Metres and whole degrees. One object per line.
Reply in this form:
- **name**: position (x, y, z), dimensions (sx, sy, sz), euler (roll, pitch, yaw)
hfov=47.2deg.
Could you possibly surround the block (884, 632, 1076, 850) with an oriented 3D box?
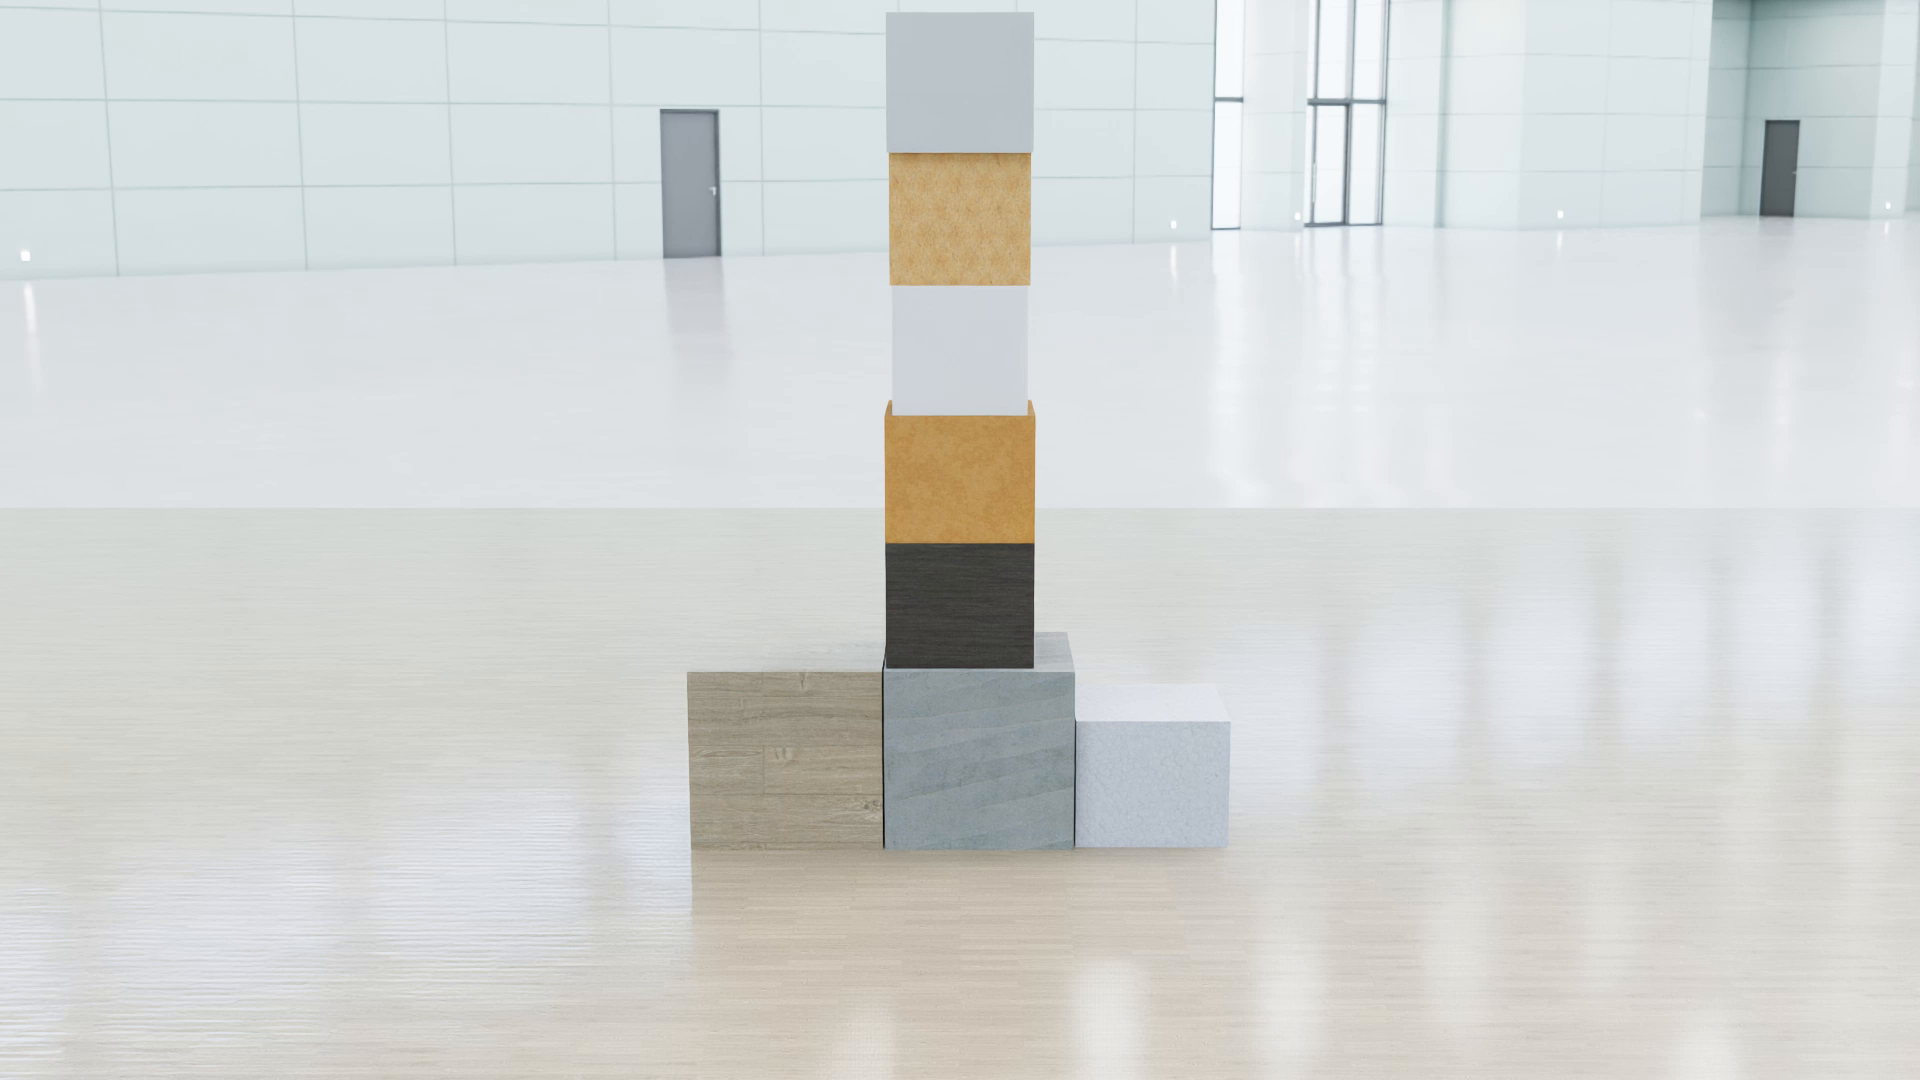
- **block**: position (0.096, 1.022, 11.376), dimensions (0.946, 0.919, 0.898), euler (0, 10, 0)

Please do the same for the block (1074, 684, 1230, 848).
- **block**: position (0.964, 1.157, 11.373), dimensions (0.770, 0.654, 0.744), euler (0, 10, 0)

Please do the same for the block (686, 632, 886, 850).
- **block**: position (-0.868, 1.023, 11.374), dimensions (0.962, 0.918, 0.896), euler (0, 10, 0)

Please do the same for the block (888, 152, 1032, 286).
- **block**: position (0.000, -1.596, 10.874), dimensions (0.683, 0.634, 0.576), euler (0, 10, 0)

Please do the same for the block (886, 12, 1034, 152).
- **block**: position (0.000, -2.230, 10.766), dimensions (0.702, 0.652, 0.678), euler (0, 10, 0)

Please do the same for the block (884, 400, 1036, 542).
- **block**: position (0.000, -0.355, 11.098), dimensions (0.737, 0.630, 0.673), euler (0, 10, 0)

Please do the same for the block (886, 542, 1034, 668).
- **block**: position (0.000, 0.264, 11.214), dimensions (0.735, 0.631, 0.716), euler (0, 10, 0)

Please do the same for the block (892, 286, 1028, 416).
- **block**: position (0.000, -0.976, 10.992), dimensions (0.659, 0.629, 0.660), euler (0, 10, 0)
